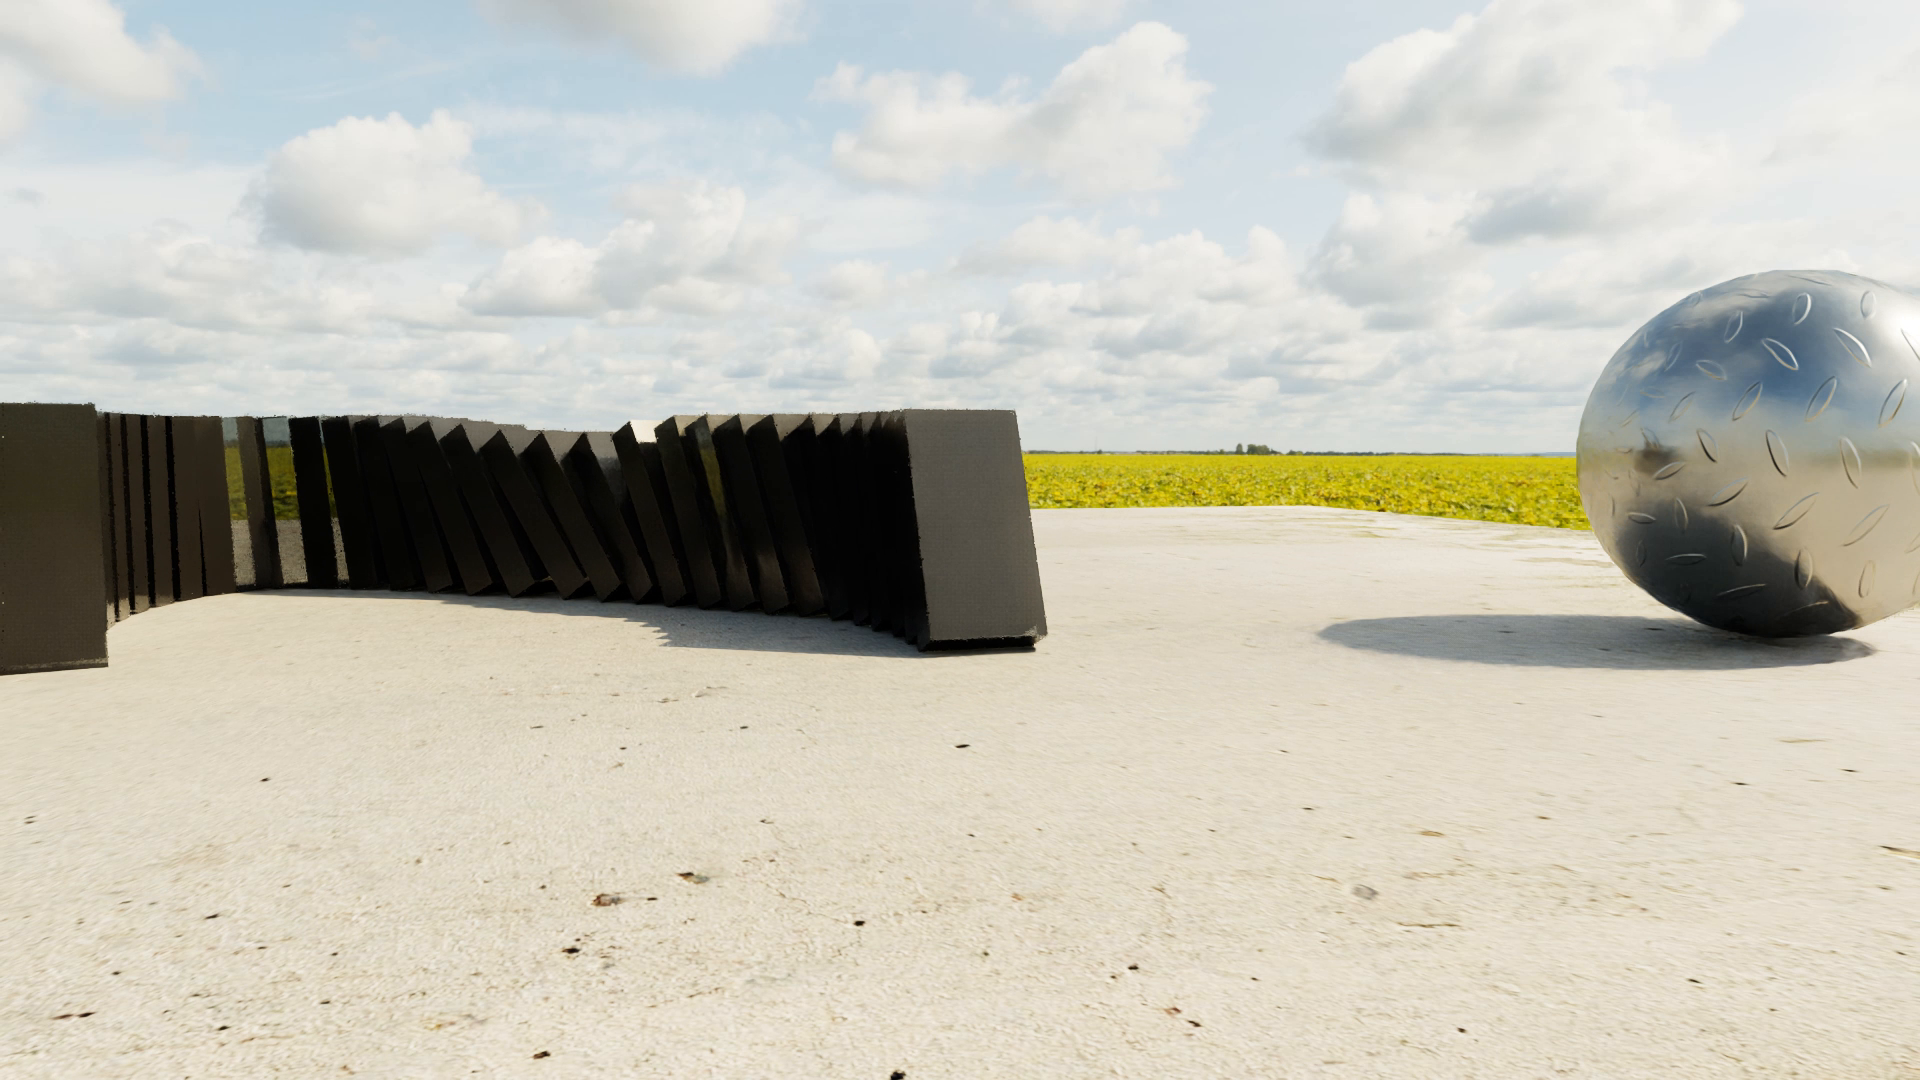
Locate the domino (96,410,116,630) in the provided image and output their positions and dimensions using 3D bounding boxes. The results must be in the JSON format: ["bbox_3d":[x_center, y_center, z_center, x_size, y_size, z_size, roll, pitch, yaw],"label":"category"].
[{"bbox_3d":[-0.208,-0.004,0.291,0.025,0.050,0.010,-2,5,-25],"label":"domino"}]

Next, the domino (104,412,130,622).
[{"bbox_3d":[-0.214,-0.005,0.305,0.025,0.050,0.010,-2,5,-20],"label":"domino"}]

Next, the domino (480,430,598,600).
[{"bbox_3d":[-0.112,-0.008,0.363,0.009,0.050,0.025,-36,-11,22],"label":"domino"}]

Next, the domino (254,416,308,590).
[{"bbox_3d":[-0.202,-0.012,0.385,0.009,0.050,0.025,-6,6,-18],"label":"domino"}]

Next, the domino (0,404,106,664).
[{"bbox_3d":[-0.184,-0.001,0.252,0.025,0.050,0.010,-3,5,-36],"label":"domino"}]

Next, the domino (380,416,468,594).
[{"bbox_3d":[-0.150,-0.011,0.376,0.009,0.050,0.025,-20,-4,23],"label":"domino"}]

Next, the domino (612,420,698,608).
[{"bbox_3d":[-0.074,-0.008,0.346,0.009,0.050,0.025,-31,-17,37],"label":"domino"}]

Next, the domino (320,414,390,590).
[{"bbox_3d":[-0.174,-0.012,0.384,0.010,0.050,0.025,-9,2,15],"label":"domino"}]

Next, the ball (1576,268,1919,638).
[{"bbox_3d":[0.179,-0.019,0.280,0.080,0.080,0.080,0,4,0],"label":"ball"}]

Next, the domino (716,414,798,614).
[{"bbox_3d":[-0.044,-0.007,0.330,0.010,0.050,0.025,-24,-12,39],"label":"domino"}]

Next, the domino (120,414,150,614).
[{"bbox_3d":[-0.219,-0.006,0.319,0.025,0.050,0.010,-1,4,-15],"label":"domino"}]

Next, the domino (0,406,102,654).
[{"bbox_3d":[-0.193,-0.002,0.265,0.025,0.050,0.010,-3,5,-34],"label":"domino"}]

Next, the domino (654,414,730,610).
[{"bbox_3d":[-0.062,-0.008,0.340,0.009,0.050,0.025,-24,-12,39],"label":"domino"}]

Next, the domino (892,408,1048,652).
[{"bbox_3d":[0.002,-0.003,0.269,0.025,0.050,0.010,-1,-18,-18],"label":"domino"}]

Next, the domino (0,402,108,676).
[{"bbox_3d":[-0.176,0.000,0.240,0.025,0.050,0.009,-3,5,-34],"label":"domino"}]

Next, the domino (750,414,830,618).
[{"bbox_3d":[-0.035,-0.007,0.325,0.010,0.050,0.025,-24,-12,39],"label":"domino"}]

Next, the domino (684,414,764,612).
[{"bbox_3d":[-0.053,-0.008,0.335,0.010,0.050,0.025,-24,-12,39],"label":"domino"}]

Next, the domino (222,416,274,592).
[{"bbox_3d":[-0.213,-0.011,0.376,0.010,0.050,0.025,-10,10,-44],"label":"domino"}]

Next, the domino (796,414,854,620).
[{"bbox_3d":[-0.023,-0.006,0.318,0.025,0.050,0.010,-3,-17,-33],"label":"domino"}]

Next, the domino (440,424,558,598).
[{"bbox_3d":[-0.126,-0.009,0.366,0.010,0.050,0.025,-30,-8,22],"label":"domino"}]

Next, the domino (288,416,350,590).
[{"bbox_3d":[-0.187,-0.012,0.386,0.010,0.050,0.025,-4,4,8],"label":"domino"}]

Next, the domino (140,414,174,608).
[{"bbox_3d":[-0.222,-0.008,0.334,0.025,0.050,0.010,-1,4,-7],"label":"domino"}]

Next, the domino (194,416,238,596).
[{"bbox_3d":[-0.220,-0.010,0.363,0.025,0.050,0.010,2,8,20],"label":"domino"}]

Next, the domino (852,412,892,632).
[{"bbox_3d":[-0.010,-0.005,0.298,0.025,0.050,0.009,-1,-18,-18],"label":"domino"}]

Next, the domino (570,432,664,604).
[{"bbox_3d":[-0.086,-0.007,0.354,0.025,0.050,0.010,-5,-30,-50],"label":"domino"}]

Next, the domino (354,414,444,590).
[{"bbox_3d":[-0.161,-0.011,0.381,0.009,0.050,0.025,-14,-1,23],"label":"domino"}]

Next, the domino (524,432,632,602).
[{"bbox_3d":[-0.099,-0.007,0.358,0.009,0.050,0.025,-39,-16,28],"label":"domino"}]

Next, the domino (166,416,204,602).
[{"bbox_3d":[-0.222,-0.009,0.349,0.025,0.050,0.010,0,5,3],"label":"domino"}]

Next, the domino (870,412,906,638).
[{"bbox_3d":[-0.004,-0.004,0.289,0.025,0.050,0.010,-1,-18,-18],"label":"domino"}]

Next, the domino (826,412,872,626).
[{"bbox_3d":[-0.015,-0.006,0.308,0.025,0.050,0.010,-2,-18,-25],"label":"domino"}]

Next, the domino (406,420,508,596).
[{"bbox_3d":[-0.138,-0.010,0.370,0.009,0.050,0.025,-26,-6,23],"label":"domino"}]

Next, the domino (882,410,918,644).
[{"bbox_3d":[-0.001,-0.003,0.279,0.025,0.050,0.009,-1,-18,-18],"label":"domino"}]

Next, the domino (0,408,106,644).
[{"bbox_3d":[-0.201,-0.003,0.277,0.025,0.050,0.010,-3,5,-31],"label":"domino"}]
